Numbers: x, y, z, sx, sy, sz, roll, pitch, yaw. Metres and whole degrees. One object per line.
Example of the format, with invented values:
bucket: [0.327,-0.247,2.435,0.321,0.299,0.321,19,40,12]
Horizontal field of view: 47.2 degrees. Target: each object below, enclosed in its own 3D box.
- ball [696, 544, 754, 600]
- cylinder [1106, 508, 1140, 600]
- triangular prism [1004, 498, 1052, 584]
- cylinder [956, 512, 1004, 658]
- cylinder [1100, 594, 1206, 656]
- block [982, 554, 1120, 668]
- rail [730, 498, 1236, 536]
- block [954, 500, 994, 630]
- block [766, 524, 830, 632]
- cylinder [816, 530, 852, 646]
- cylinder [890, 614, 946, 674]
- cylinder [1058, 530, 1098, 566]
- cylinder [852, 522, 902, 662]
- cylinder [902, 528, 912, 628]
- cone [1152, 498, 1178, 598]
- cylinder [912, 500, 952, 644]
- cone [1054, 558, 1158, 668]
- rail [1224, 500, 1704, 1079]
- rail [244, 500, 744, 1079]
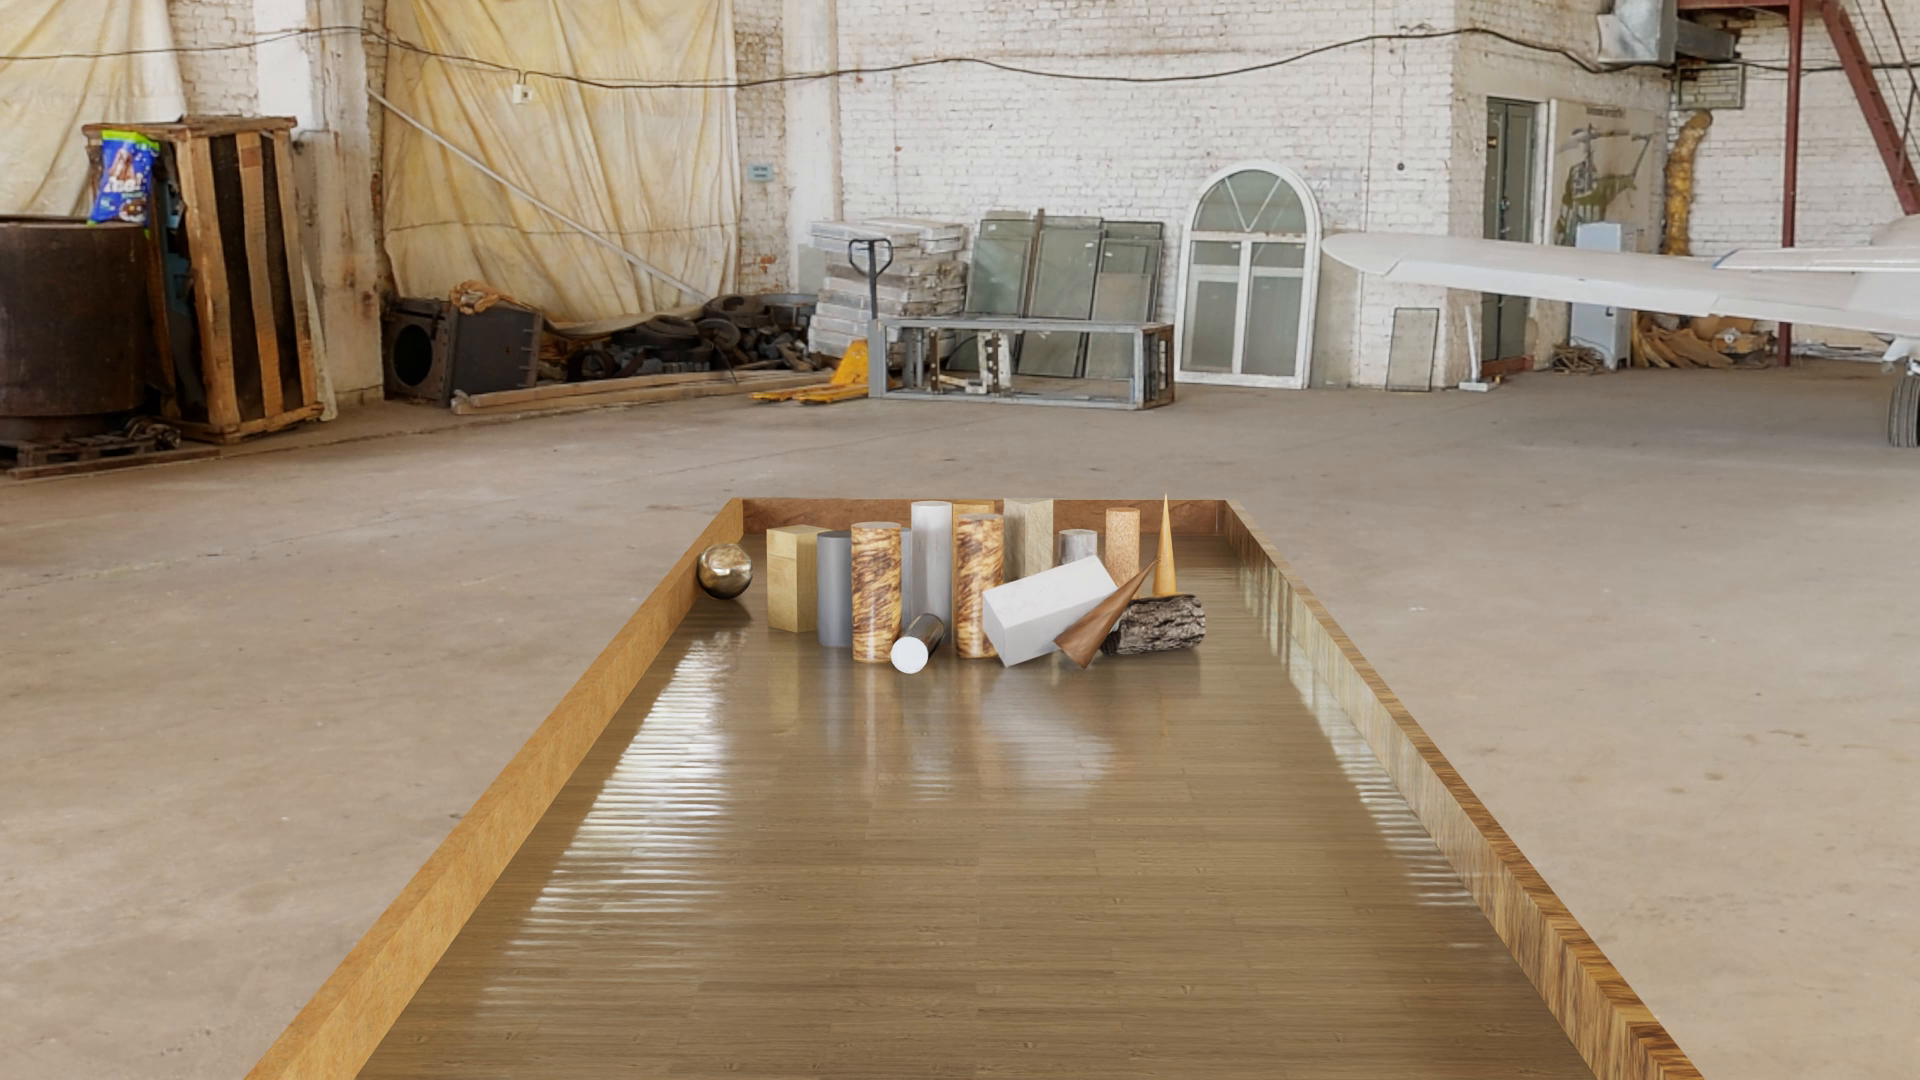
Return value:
ball: [-0.822,0.110,7.685,0.197,0.197,0.197,0,9,0]
cylinder: [0.513,0.113,6.953,0.106,0.422,0.106,0,9,0]
triangular prism: [0.195,0.097,6.942,0.133,0.455,0.153,6,11,33]
cylinder: [0.060,0.139,6.759,0.144,0.429,0.144,0,9,0]
cylinder: [0.588,0.262,6.832,0.309,0.165,0.165,-5,10,-27]
block: [0.275,0.214,6.640,0.376,0.169,0.169,-18,46,-15]
rail: [0.099,-0.098,9.147,2.100,0.150,0.050,0,9,1]
block: [0.045,0.081,7.181,0.116,0.412,0.116,2,9,10]
block: [-0.523,0.124,7.199,0.152,0.322,0.152,-8,12,-43]
cylinder: [-0.378,0.152,6.946,0.145,0.345,0.145,0,9,0]
cylinder: [-0.126,0.312,6.689,0.110,0.110,0.372,1,9,7]
cylinder: [0.384,0.130,7.183,0.126,0.315,0.126,0,9,0]
cylinder: [-0.253,0.158,6.701,0.152,0.410,0.152,0,9,0]
cylinder: [-0.221,0.124,7.210,0.130,0.318,0.130,0,9,0]
cone: [0.671,0.060,7.197,0.109,0.448,0.109,0,9,0]
cylinder: [-0.089,0.103,6.949,0.129,0.441,0.129,0,9,0]
cone: [0.457,0.197,6.557,0.130,0.395,0.130,43,3,-3]
rail: [1.046,0.843,3.208,0.050,0.150,12.000,0,9,1]
rail: [-1.004,0.839,3.234,0.050,0.150,12.000,0,9,1]
